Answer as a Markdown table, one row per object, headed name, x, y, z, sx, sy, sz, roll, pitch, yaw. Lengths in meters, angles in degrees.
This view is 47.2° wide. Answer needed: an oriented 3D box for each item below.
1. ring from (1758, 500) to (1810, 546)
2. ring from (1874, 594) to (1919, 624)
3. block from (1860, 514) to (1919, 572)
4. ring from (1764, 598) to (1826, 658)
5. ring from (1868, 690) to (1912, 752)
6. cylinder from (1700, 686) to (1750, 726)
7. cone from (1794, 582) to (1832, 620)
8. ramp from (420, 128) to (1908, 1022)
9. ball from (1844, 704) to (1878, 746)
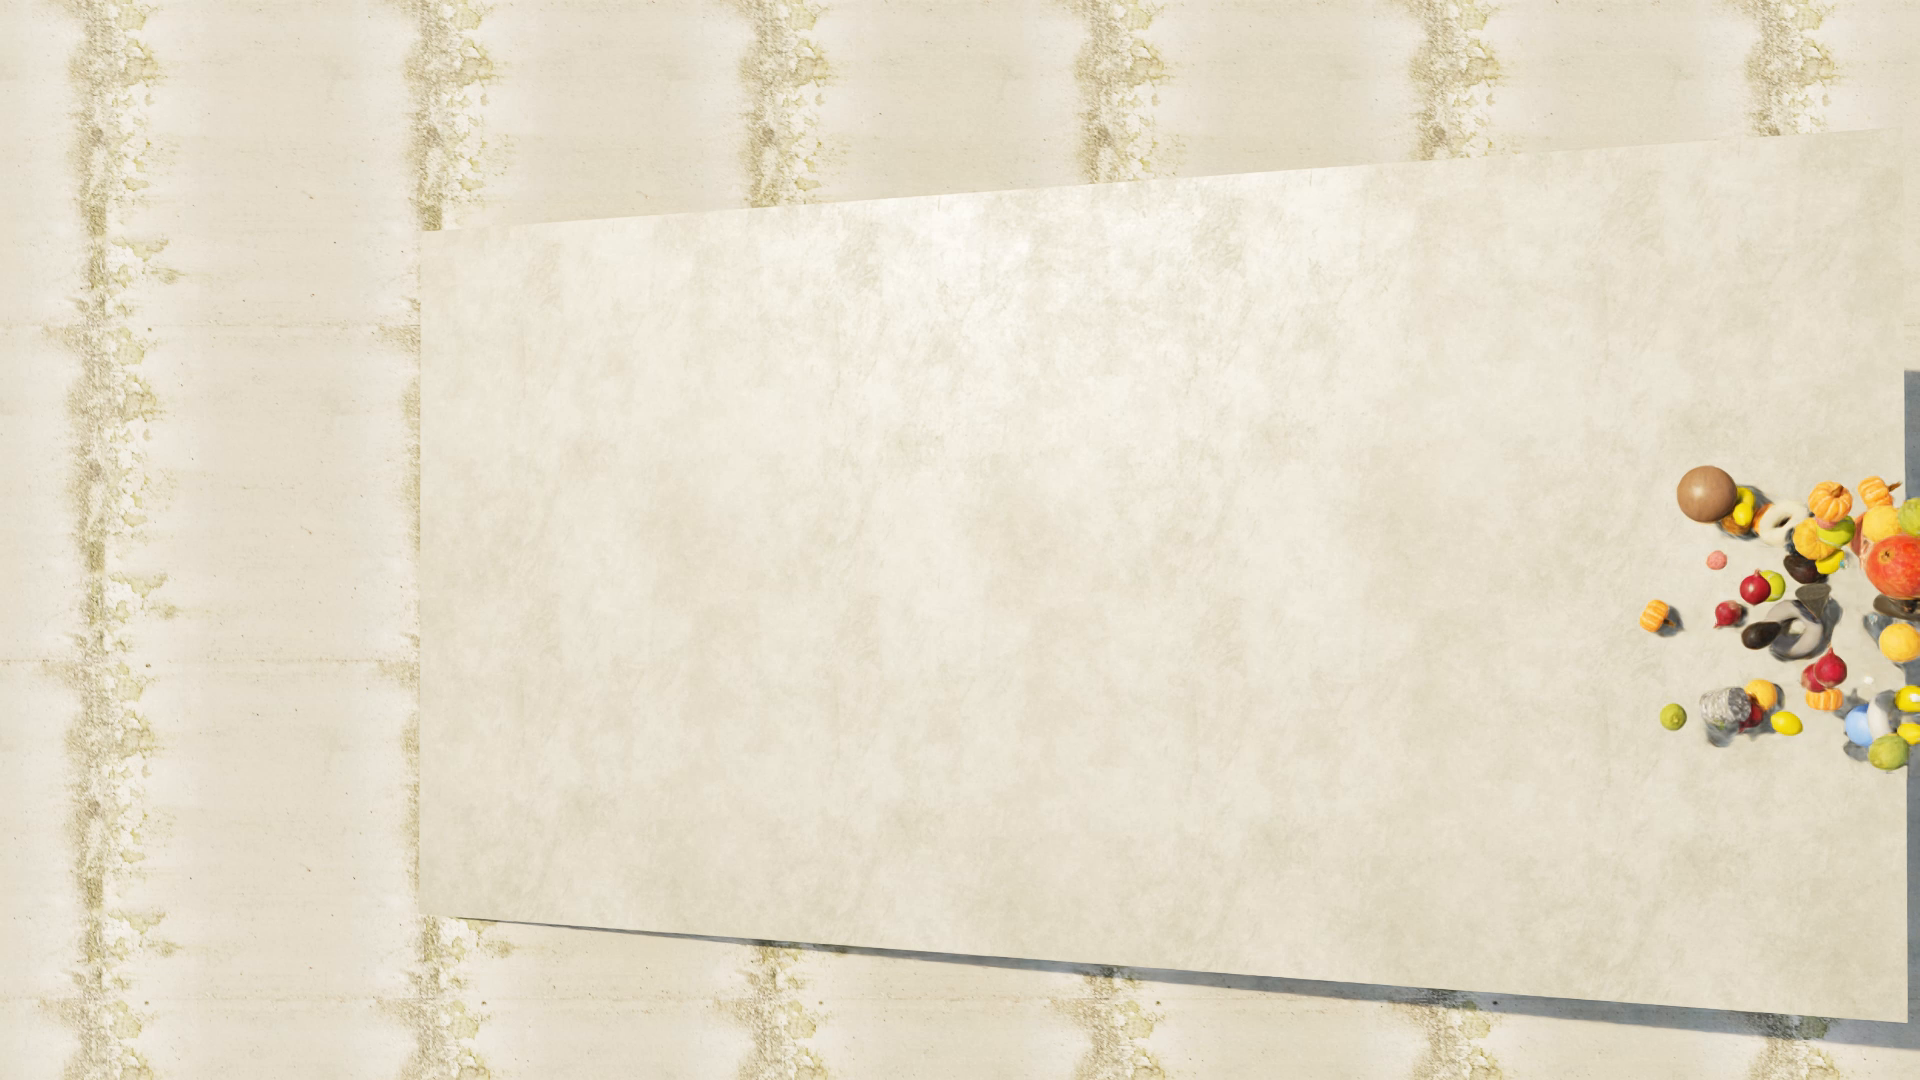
| name | x | y | z | sx | sy | sz | roll | pitch | yaw |
| --- | --- | --- | --- | --- | --- | --- | --- | --- | --- |
| ring | 1.835 | -0.038 | 4.894 | 0.041 | 0.122 | 0.122 | 41 | 89 | -24 |
| ring | 2.037 | 0.149 | 4.727 | 0.141 | 0.141 | 0.047 | 13 | 94 | 0 |
| block | 1.728 | 0.005 | 4.055 | 0.096 | 0.096 | 0.096 | 3 | 86 | 0 |
| ring | 1.886 | 0.199 | 4.973 | 0.133 | 0.044 | 0.133 | -2 | 85 | 27 |
| ring | 1.786 | 0.347 | 4.223 | 0.119 | 0.040 | 0.119 | 6 | 80 | -35 |
| cylinder | 1.718 | 0.374 | 4.938 | 0.078 | 0.078 | 0.078 | 10 | 72 | -31 |
| cone | 1.832 | 0.142 | 4.705 | 0.074 | 0.074 | 0.074 | -20 | 110 | 0 |
| ramp | 0.283 | 0.086 | 5.724 | 4.000 | 0.100 | 2.000 | 0 | 89 | 23 |
| ball | 1.827 | 0.374 | 4.426 | 0.085 | 0.085 | 0.085 | 0 | 89 | 0 |
